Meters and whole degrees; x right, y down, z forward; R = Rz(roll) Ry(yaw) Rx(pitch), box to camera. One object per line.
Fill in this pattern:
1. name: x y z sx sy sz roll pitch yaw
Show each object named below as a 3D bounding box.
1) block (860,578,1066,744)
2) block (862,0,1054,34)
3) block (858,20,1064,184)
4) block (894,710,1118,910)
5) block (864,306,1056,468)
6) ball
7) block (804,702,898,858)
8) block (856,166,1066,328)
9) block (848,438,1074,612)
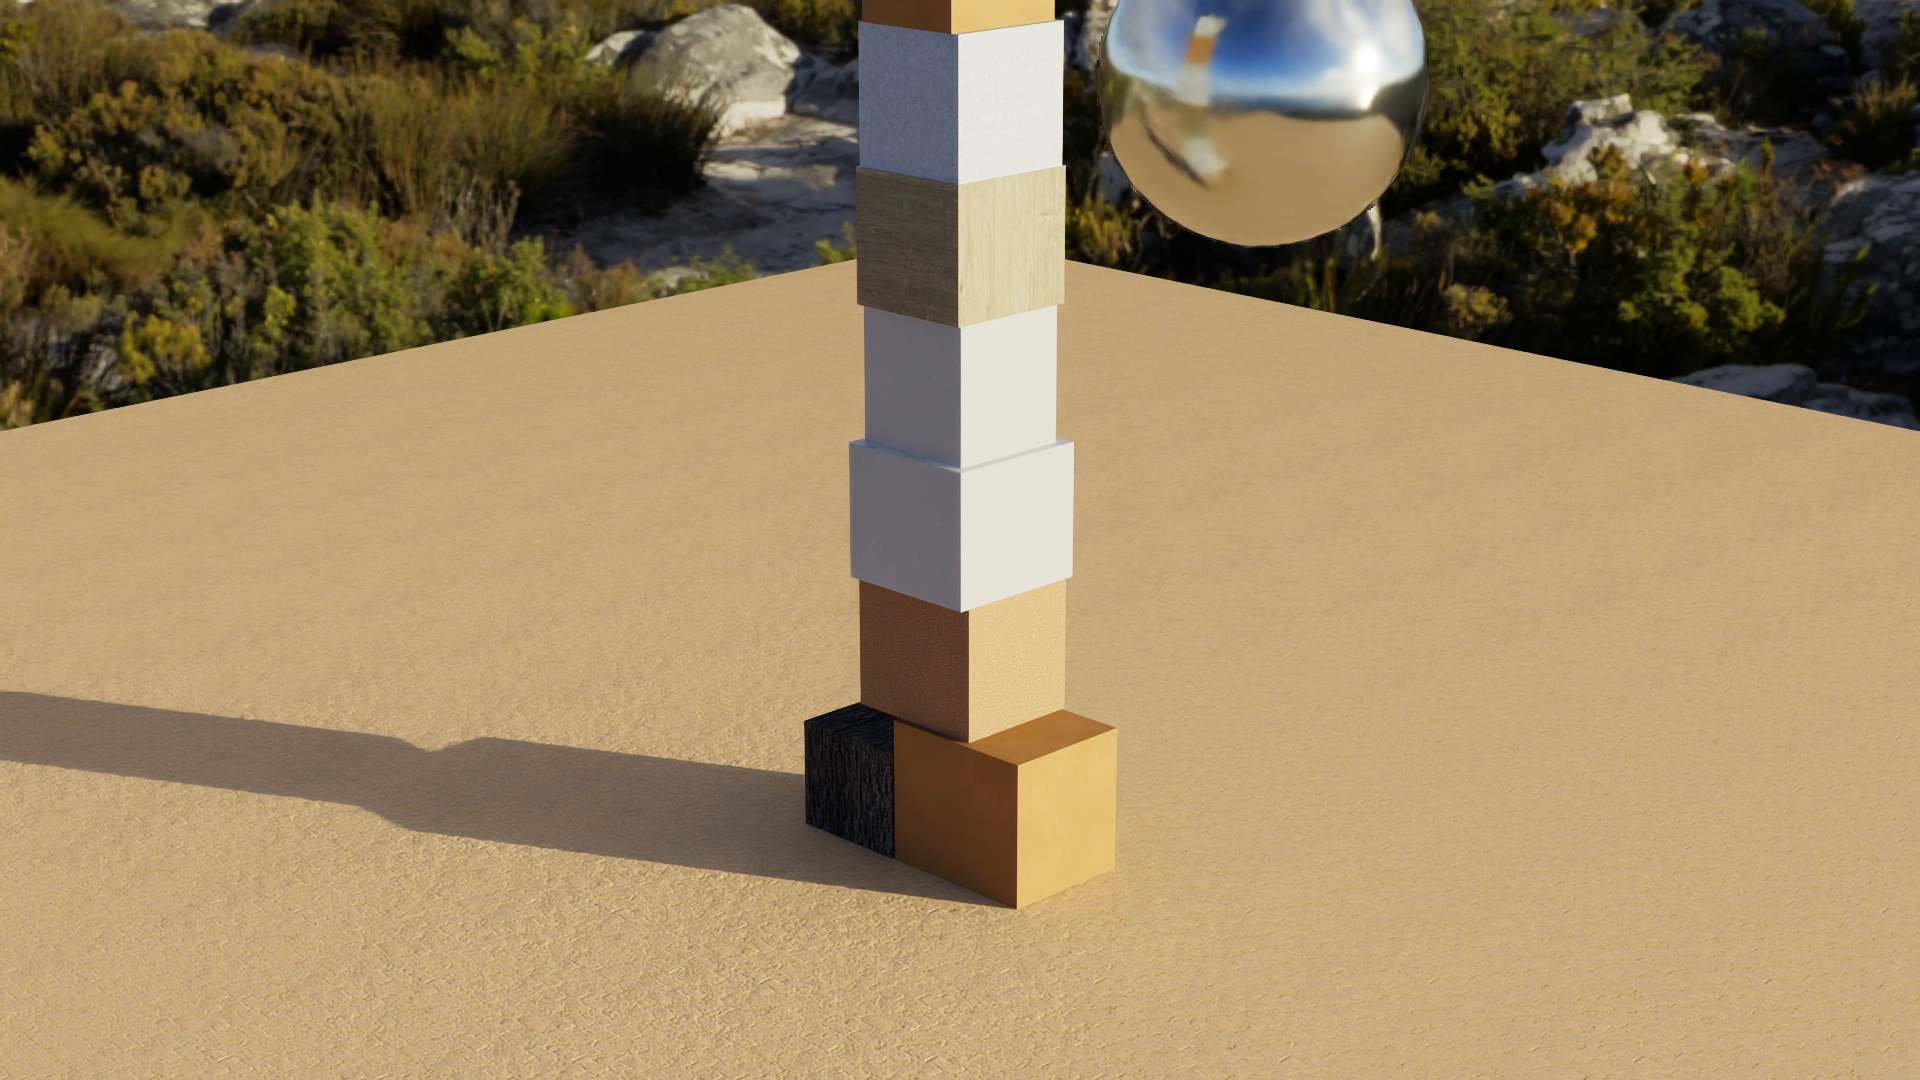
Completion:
1. block: 0.011 0.467 13.500 0.627 0.631 0.711 -17 24 -42
2. block: -0.006 -2.512 12.546 0.626 0.579 0.542 -17 24 -42
3. block: 0.005 -1.938 12.737 0.641 0.630 0.611 -17 24 -42
4. block: 0.206 1.169 13.473 0.650 0.691 0.788 -17 24 -42
5. block: 0.002 -0.744 13.110 0.602 0.637 0.610 -17 24 -42
6. ball: 1.467 -2.223 14.181 1.600 1.600 1.600 0 17 0
7. block: -0.294 1.100 13.971 0.656 0.525 0.600 -17 24 -42
8. block: 0.003 -1.343 12.923 0.663 0.618 0.636 -17 24 -42
9. block: 0.006 -0.137 13.305 0.720 0.638 0.714 -17 24 -42
